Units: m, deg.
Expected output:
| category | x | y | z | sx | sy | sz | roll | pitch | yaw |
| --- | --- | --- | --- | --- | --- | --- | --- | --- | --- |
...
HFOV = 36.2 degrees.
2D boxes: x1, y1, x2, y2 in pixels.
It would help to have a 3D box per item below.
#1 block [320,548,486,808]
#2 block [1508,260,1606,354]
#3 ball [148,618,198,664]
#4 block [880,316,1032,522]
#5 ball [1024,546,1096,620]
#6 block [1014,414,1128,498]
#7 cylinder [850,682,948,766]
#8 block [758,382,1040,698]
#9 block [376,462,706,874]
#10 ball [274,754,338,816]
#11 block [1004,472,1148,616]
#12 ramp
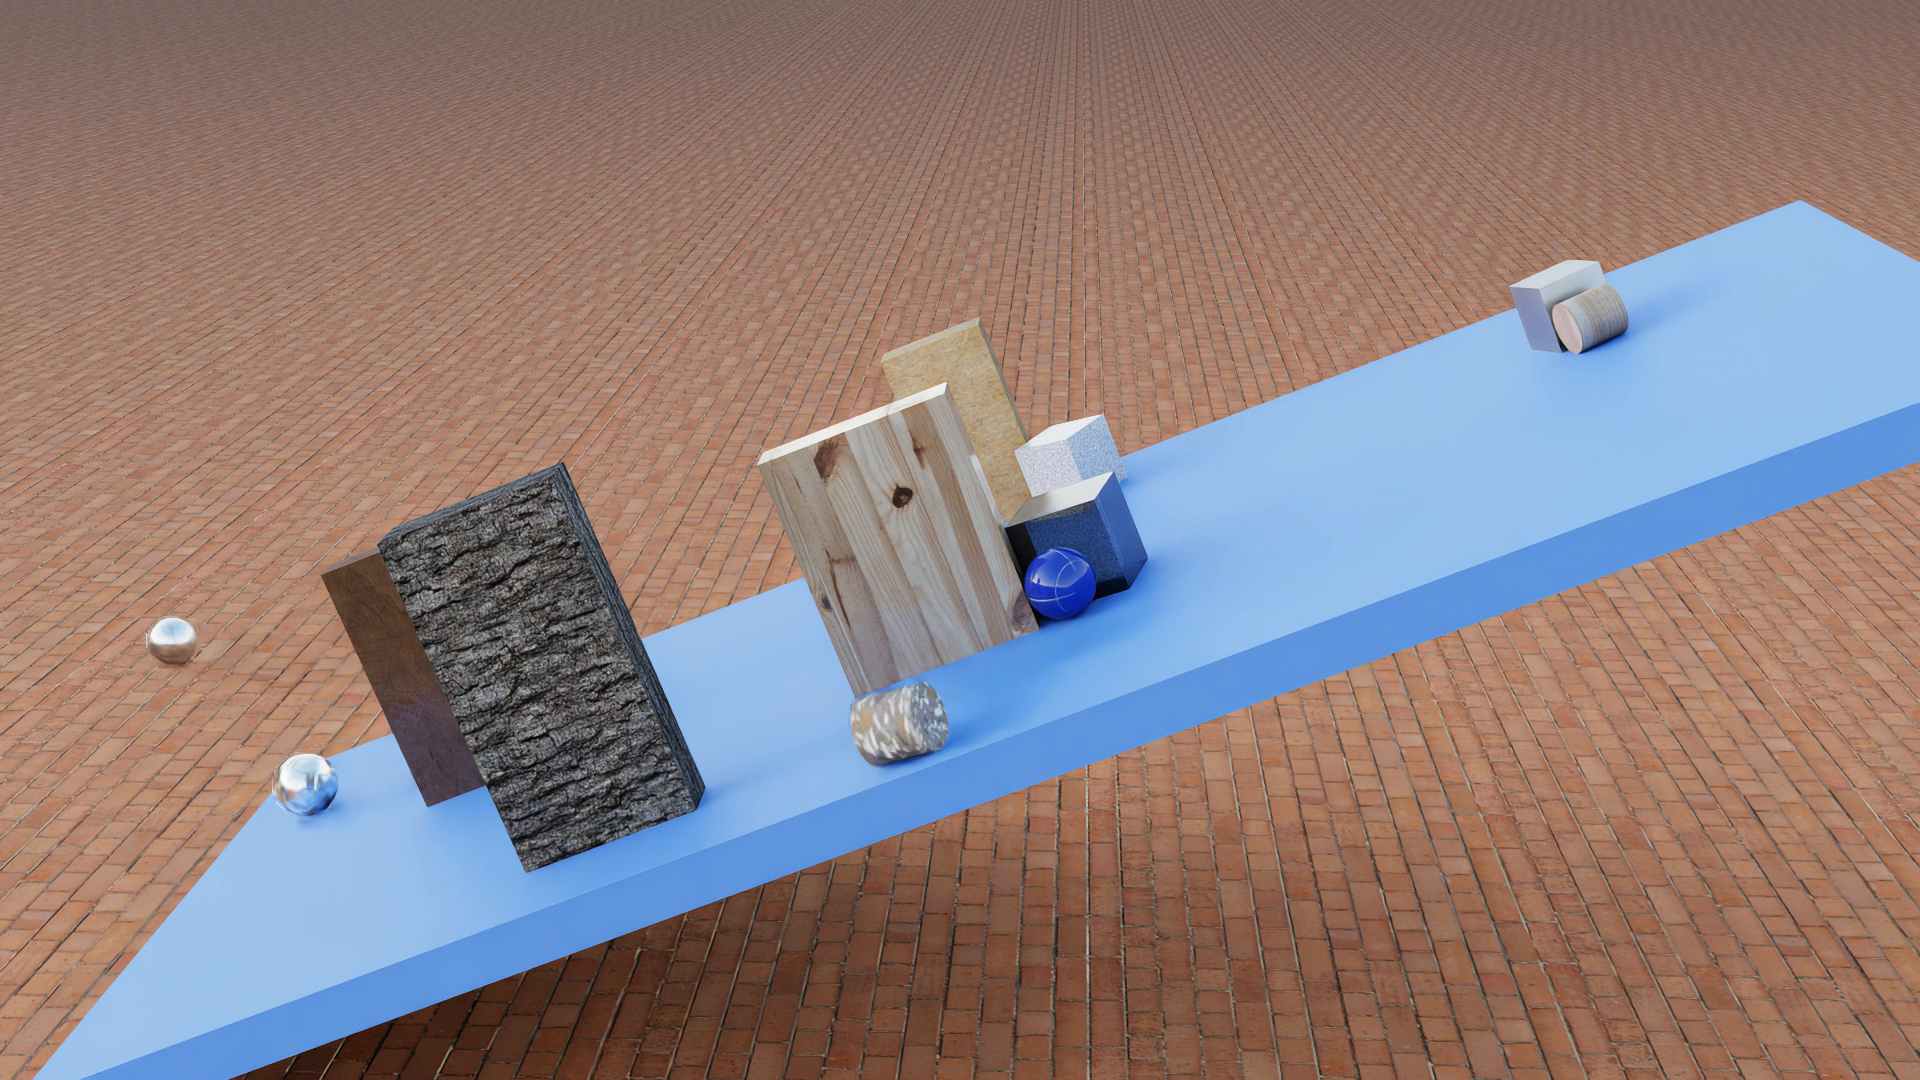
| category | x | y | z | sx | sy | sz | roll | pitch | yaw |
| --- | --- | --- | --- | --- | --- | --- | --- | --- | --- |
| block | -1.124 | 0.263 | 6.508 | 0.356 | 0.572 | 0.090 | -21 | 12 | 7 |
| block | 1.344 | -0.520 | 6.536 | 0.153 | 0.153 | 0.153 | -24 | 12 | -11 |
| ball | -2.351 | 0.303 | 8.787 | 0.140 | 0.140 | 0.140 | 0 | 14 | 0 |
| block | 0.016 | -0.265 | 7.035 | 0.248 | 0.468 | 0.118 | -21 | 12 | 7 |
| ball | 0.202 | 0.087 | 5.929 | 0.147 | 0.147 | 0.147 | 0 | 14 | 0 |
| block | 0.263 | -0.180 | 6.962 | 0.162 | 0.162 | 0.162 | -12 | 16 | 41 |
| cylinder | -0.111 | 0.339 | 5.425 | 0.130 | 0.130 | 0.130 | -16 | 5 | 27 |
| block | -0.120 | 0.001 | 5.978 | 0.403 | 0.521 | 0.124 | -21 | 12 | 7 |
| block | -0.801 | 0.248 | 5.673 | 0.361 | 0.704 | 0.139 | -21 | 12 | 7 |
| ball | -1.536 | 0.574 | 6.911 | 0.146 | 0.146 | 0.146 | 0 | 14 | 0 |
| block | 0.243 | 0.007 | 6.081 | 0.201 | 0.201 | 0.201 | -18 | 13 | 20 |
| ramp | 0.123 | 0.174 | 6.291 | 4.000 | 0.100 | 2.000 | -21 | 12 | 7 |
